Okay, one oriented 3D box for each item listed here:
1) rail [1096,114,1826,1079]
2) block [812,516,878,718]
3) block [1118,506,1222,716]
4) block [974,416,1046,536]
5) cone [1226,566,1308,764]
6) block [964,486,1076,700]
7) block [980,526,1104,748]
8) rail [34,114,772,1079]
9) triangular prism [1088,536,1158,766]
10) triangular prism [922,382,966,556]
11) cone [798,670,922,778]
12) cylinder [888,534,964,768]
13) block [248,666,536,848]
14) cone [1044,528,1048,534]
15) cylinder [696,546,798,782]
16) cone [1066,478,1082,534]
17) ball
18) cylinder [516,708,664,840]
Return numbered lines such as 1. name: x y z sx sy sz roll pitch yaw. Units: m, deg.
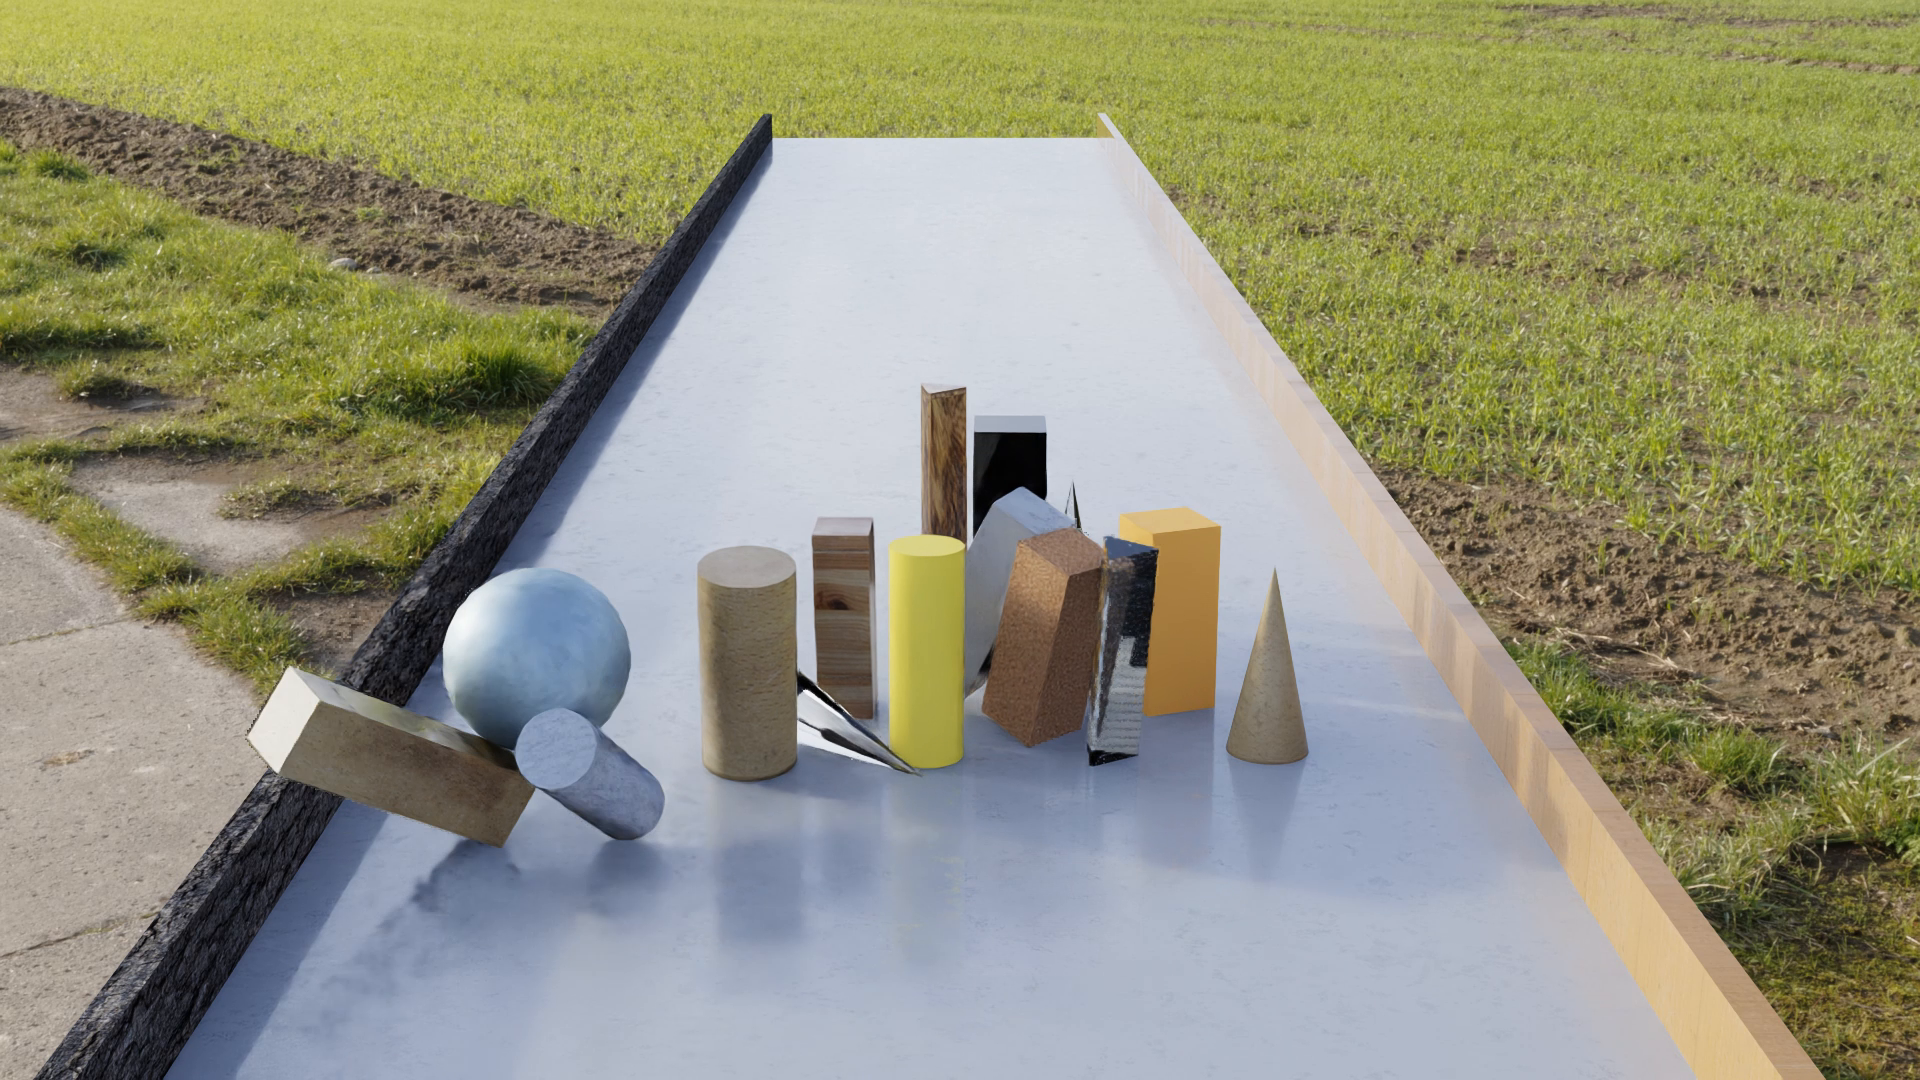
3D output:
1. rail: 0.932 -0.844 7.801 0.050 0.150 12.000 0 17 -1
2. block: -0.213 0.145 4.093 0.103 0.363 0.103 1 20 3
3. block: 0.391 0.134 4.151 0.141 0.357 0.141 -6 18 -20
4. block: 0.103 -0.037 4.604 0.148 0.425 0.148 0 17 1
5. cone: 0.553 0.210 3.911 0.149 0.348 0.149 0 17 0
6. block: 0.061 0.101 4.148 0.126 0.384 0.126 35 29 14
7. block: 0.162 0.175 3.965 0.132 0.361 0.132 -15 37 -40
8. rail: -1.118 -0.838 7.780 0.050 0.150 12.000 0 17 -1
9. triangular prism: 0.264 0.192 3.869 0.102 0.398 0.088 -10 25 -30
10. triangular prism: -0.055 -0.128 4.893 0.105 0.436 0.091 -13 21 -38
11. cone: -0.192 0.355 3.922 0.336 0.128 0.128 25 28 32
12. cylinder: -0.059 0.196 3.882 0.133 0.390 0.133 0 16 0
13. block: -0.881 0.345 3.450 0.426 0.127 0.127 29 2 -43
14. cone: 0.136 0.125 4.059 0.126 0.415 0.126 4 44 -4
15. cylinder: -0.367 0.214 3.813 0.169 0.374 0.169 1 25 -1
16. cone: 0.222 0.054 4.393 0.140 0.371 0.140 0 17 0
17. ball: -0.697 0.198 3.622 0.306 0.306 0.306 0 17 0
18. cylinder: -0.569 0.369 3.419 0.123 0.123 0.386 3 -18 9
